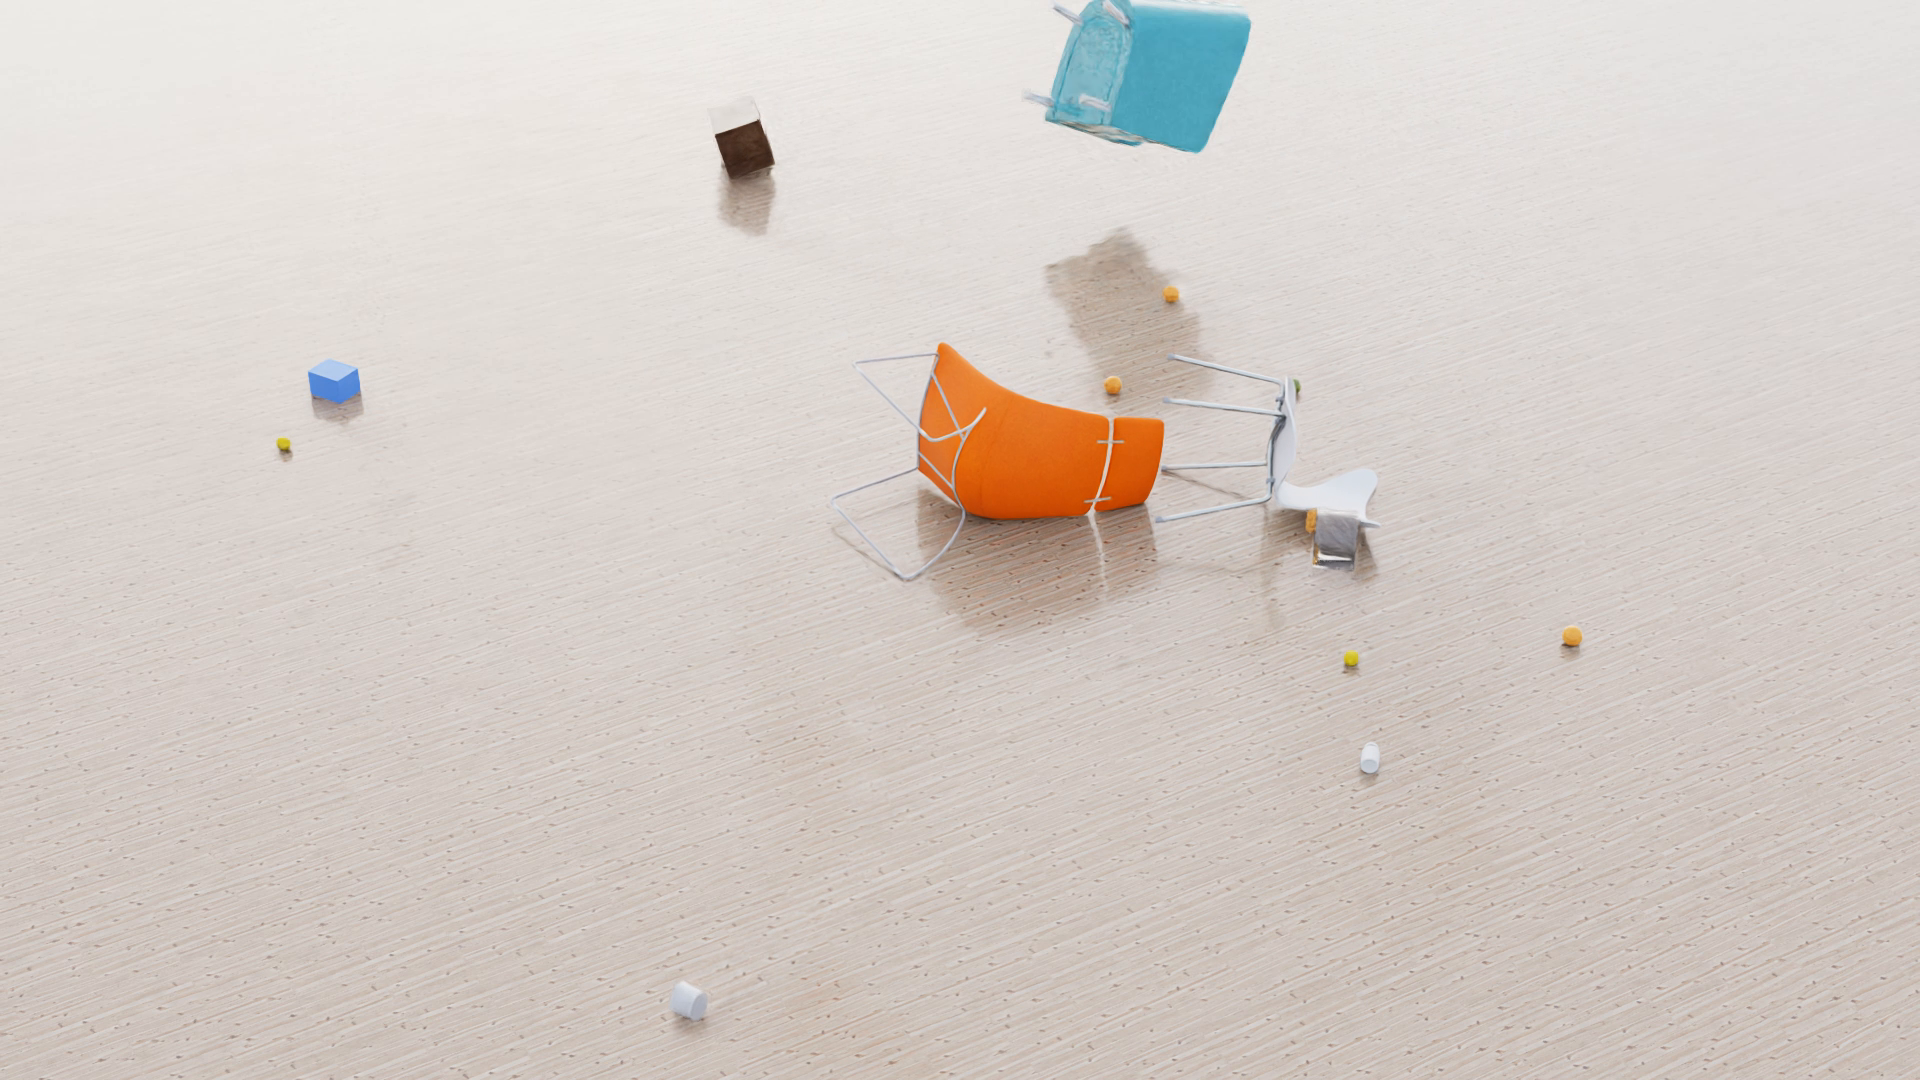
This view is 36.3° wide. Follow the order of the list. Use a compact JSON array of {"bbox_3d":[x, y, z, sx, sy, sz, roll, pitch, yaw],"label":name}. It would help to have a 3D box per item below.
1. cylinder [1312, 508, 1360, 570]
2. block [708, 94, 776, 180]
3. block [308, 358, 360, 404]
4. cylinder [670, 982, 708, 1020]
[{"bbox_3d":[1.376,-0.003,10.732,0.151,0.219,0.260,5,-8,8],"label":"cylinder"},{"bbox_3d":[-1.005,-1.856,13.494,0.220,0.238,0.284,-19,34,0],"label":"block"},{"bbox_3d":[-2.523,-0.641,11.823,0.157,0.105,0.123,18,38,26],"label":"block"},{"bbox_3d":[-0.810,1.378,8.771,0.082,0.090,0.080,24,25,24],"label":"cylinder"}]
